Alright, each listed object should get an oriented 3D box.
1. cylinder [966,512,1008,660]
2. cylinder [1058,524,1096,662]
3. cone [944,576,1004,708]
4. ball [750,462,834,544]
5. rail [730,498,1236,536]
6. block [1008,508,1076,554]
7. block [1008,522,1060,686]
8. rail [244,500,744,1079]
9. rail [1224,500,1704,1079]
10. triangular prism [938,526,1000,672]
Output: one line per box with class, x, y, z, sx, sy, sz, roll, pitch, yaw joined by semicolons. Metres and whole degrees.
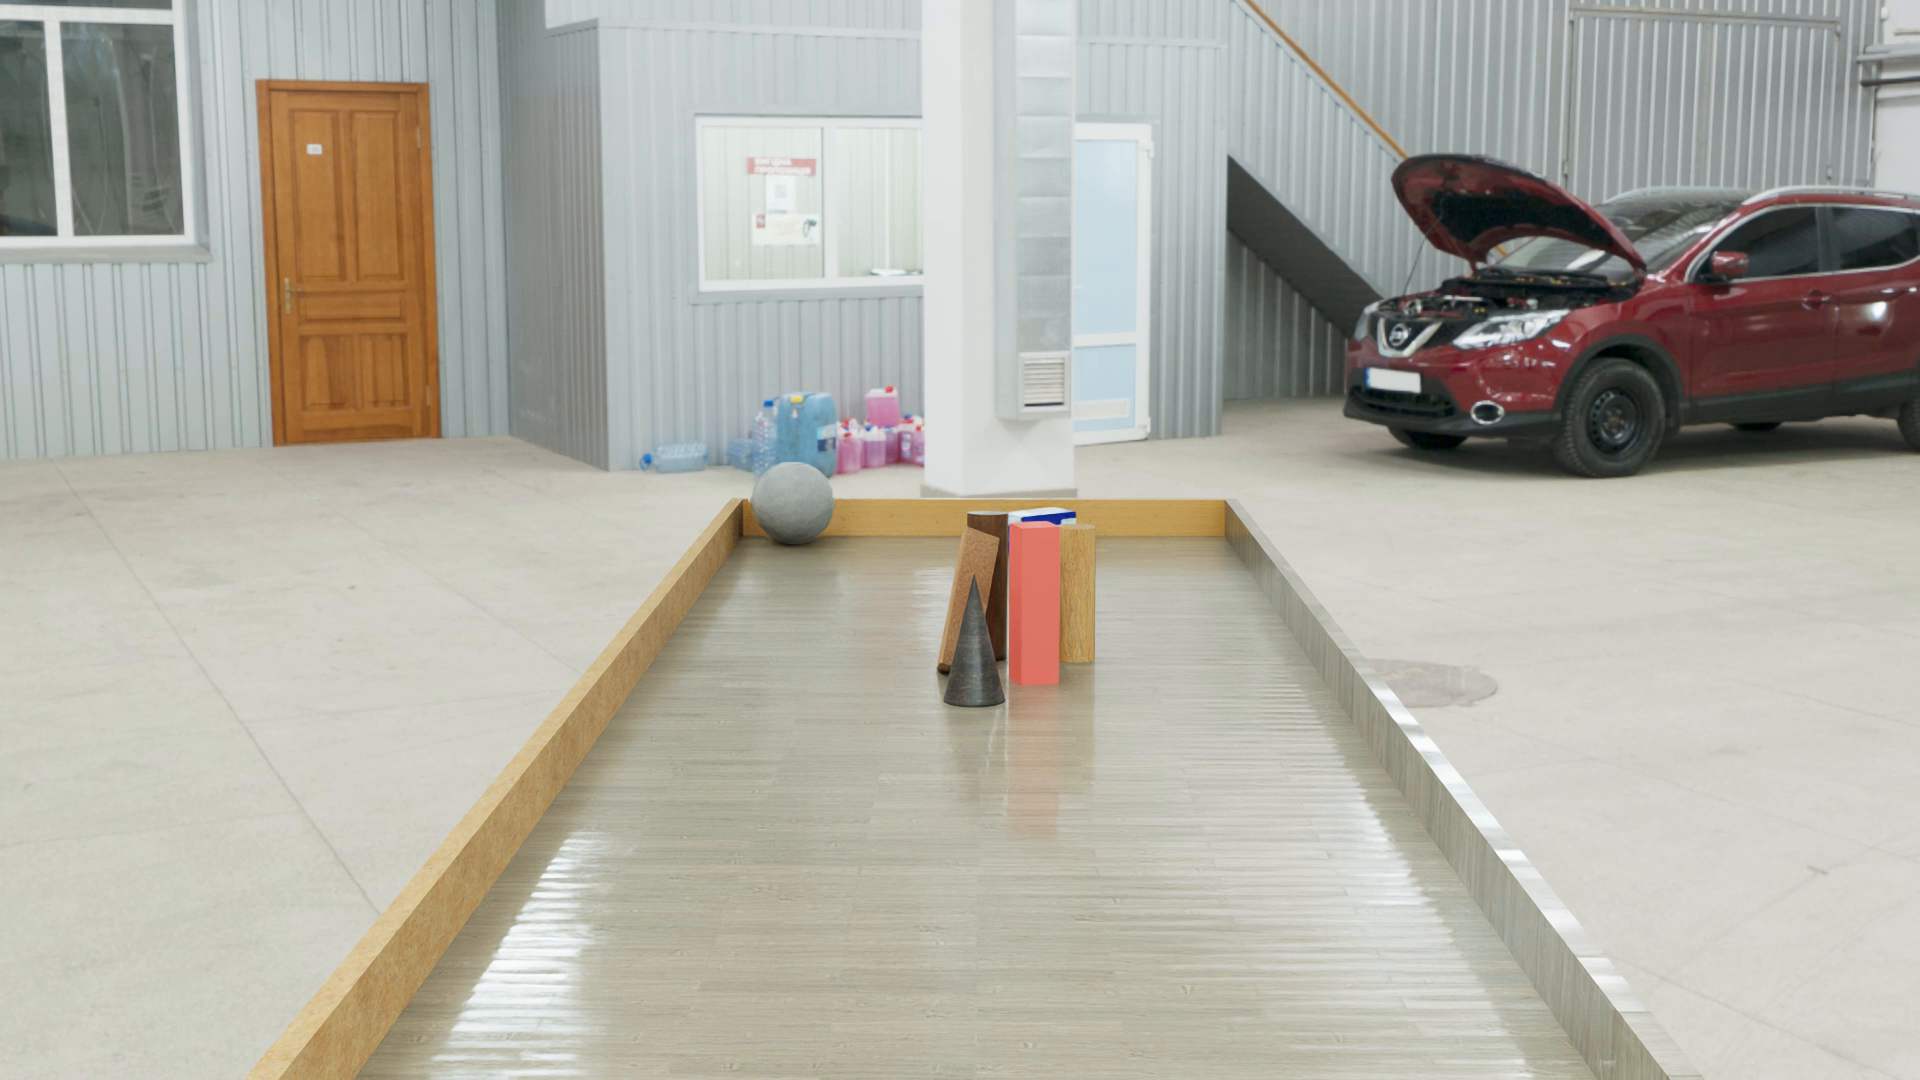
cylinder;0.083;0.137;6.710;0.126;0.442;0.126;0;6;0
cylinder;0.352;0.161;6.693;0.120;0.408;0.120;0;9;0
cone;0.039;0.269;6.142;0.174;0.366;0.174;0;9;0
ball;-0.678;-0.151;8.891;0.336;0.336;0.336;0;9;0
rail;0.099;-0.098;9.147;2.100;0.150;0.050;0;9;1
block;0.279;-0.037;8.782;0.355;0.145;0.145;-6;11;-35
block;0.215;0.183;6.386;0.115;0.460;0.115;-3;9;-17
rail;-1.004;0.839;3.234;0.050;0.150;12.000;0;9;1
rail;1.046;0.843;3.208;0.050;0.150;12.000;0;9;1
triangular prism;0.001;0.183;6.563;0.124;0.419;0.108;20;-17;-32
